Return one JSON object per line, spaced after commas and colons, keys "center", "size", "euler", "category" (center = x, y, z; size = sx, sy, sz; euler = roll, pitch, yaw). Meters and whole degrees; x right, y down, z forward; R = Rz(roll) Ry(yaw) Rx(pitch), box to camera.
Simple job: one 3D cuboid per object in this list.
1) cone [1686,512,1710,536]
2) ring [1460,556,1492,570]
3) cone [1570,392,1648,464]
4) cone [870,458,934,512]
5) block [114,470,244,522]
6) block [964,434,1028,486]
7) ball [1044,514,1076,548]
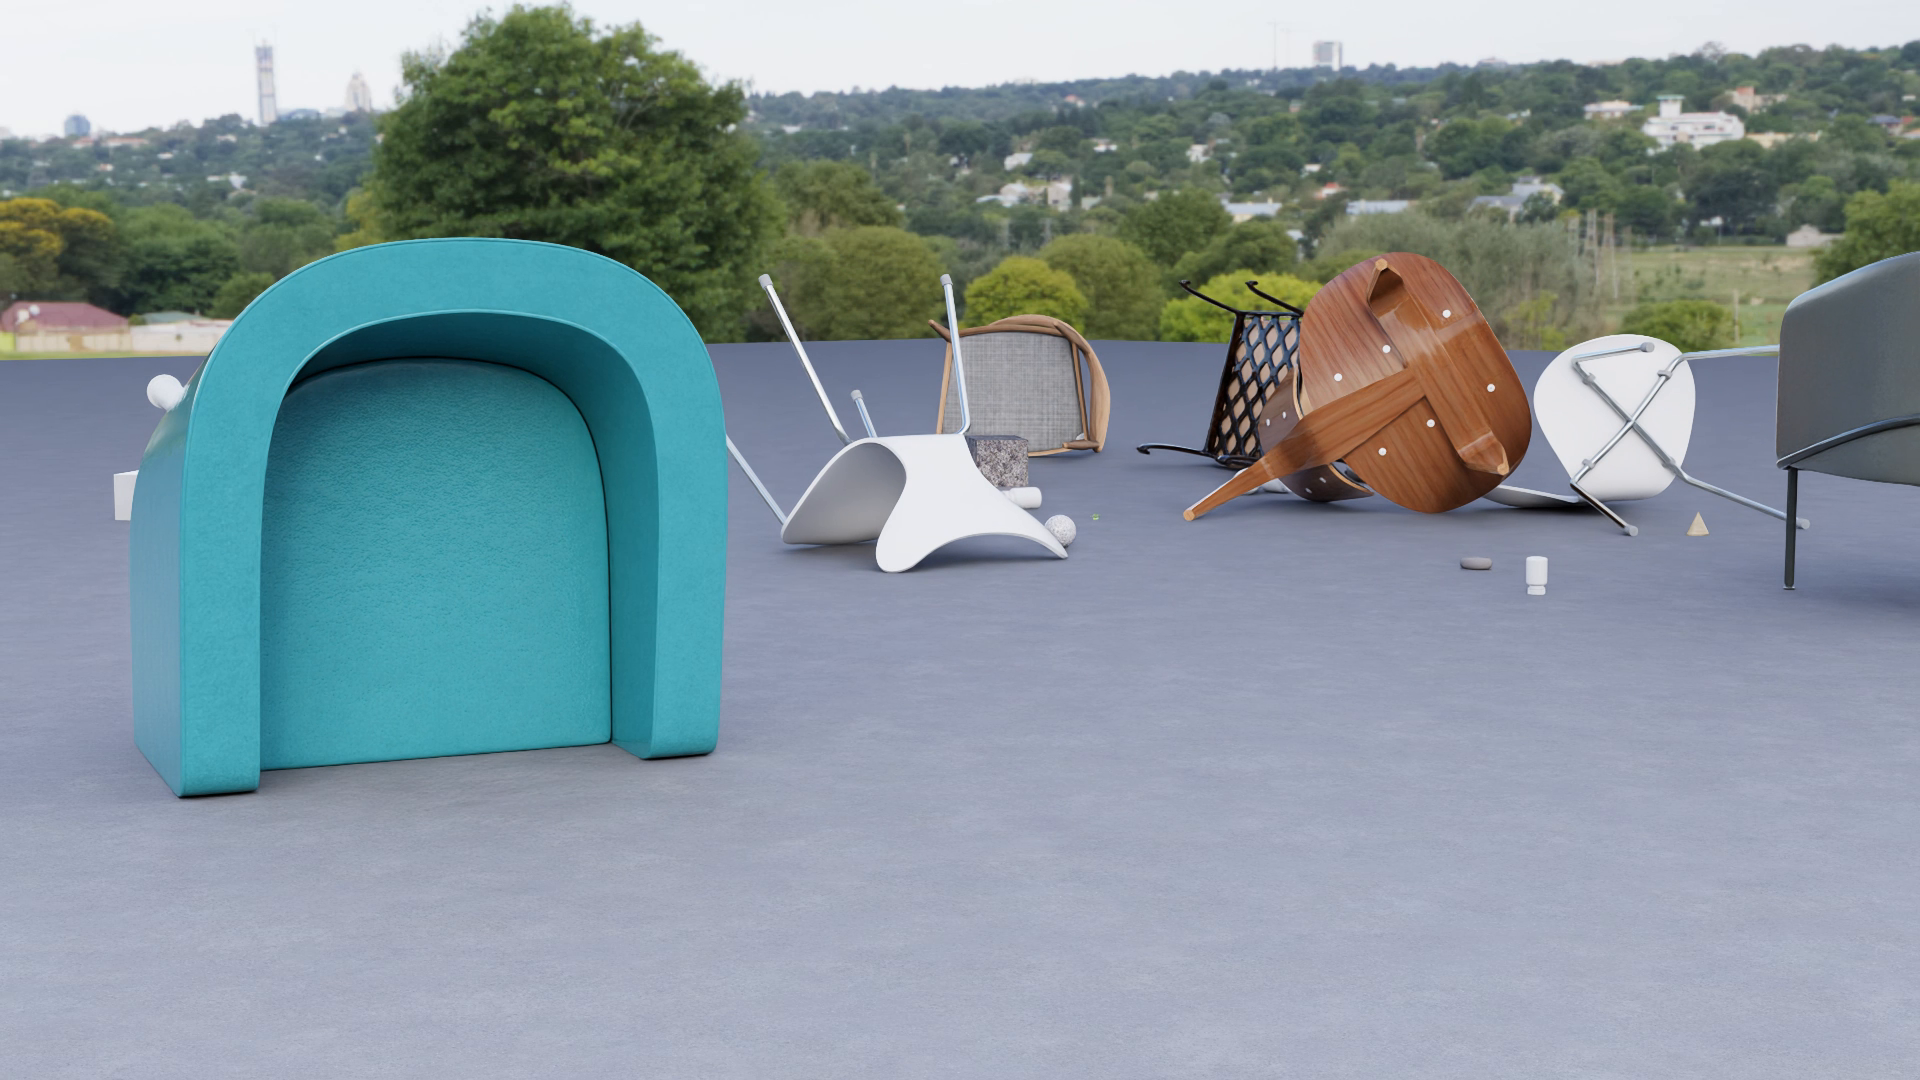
{"center": [1.881, -0.043, 6.539], "size": [0.074, 0.060, 0.042], "euler": [-3, 7, -31], "category": "cone"}
{"center": [1.162, 0.052, 5.778], "size": [0.078, 0.027, 0.055], "euler": [4, 5, 43], "category": "ring"}
{"center": [2.343, -0.335, 9.060], "size": [0.219, 0.314, 0.273], "euler": [39, -14, 18], "category": "cone"}
{"center": [-0.141, -0.119, 7.197], "size": [0.193, 0.117, 0.208], "euler": [-30, -36, 3], "category": "cone"}
{"center": [-2.130, -0.123, 7.003], "size": [0.286, 0.123, 0.187], "euler": [1, 6, 7], "category": "block"}
{"center": [0.114, -0.252, 8.150], "size": [0.162, 0.146, 0.255], "euler": [-1, 6, -9], "category": "block"}
{"center": [0.242, -0.021, 6.232], "size": [0.080, 0.080, 0.080], "euler": [0, 6, 0], "category": "ball"}
